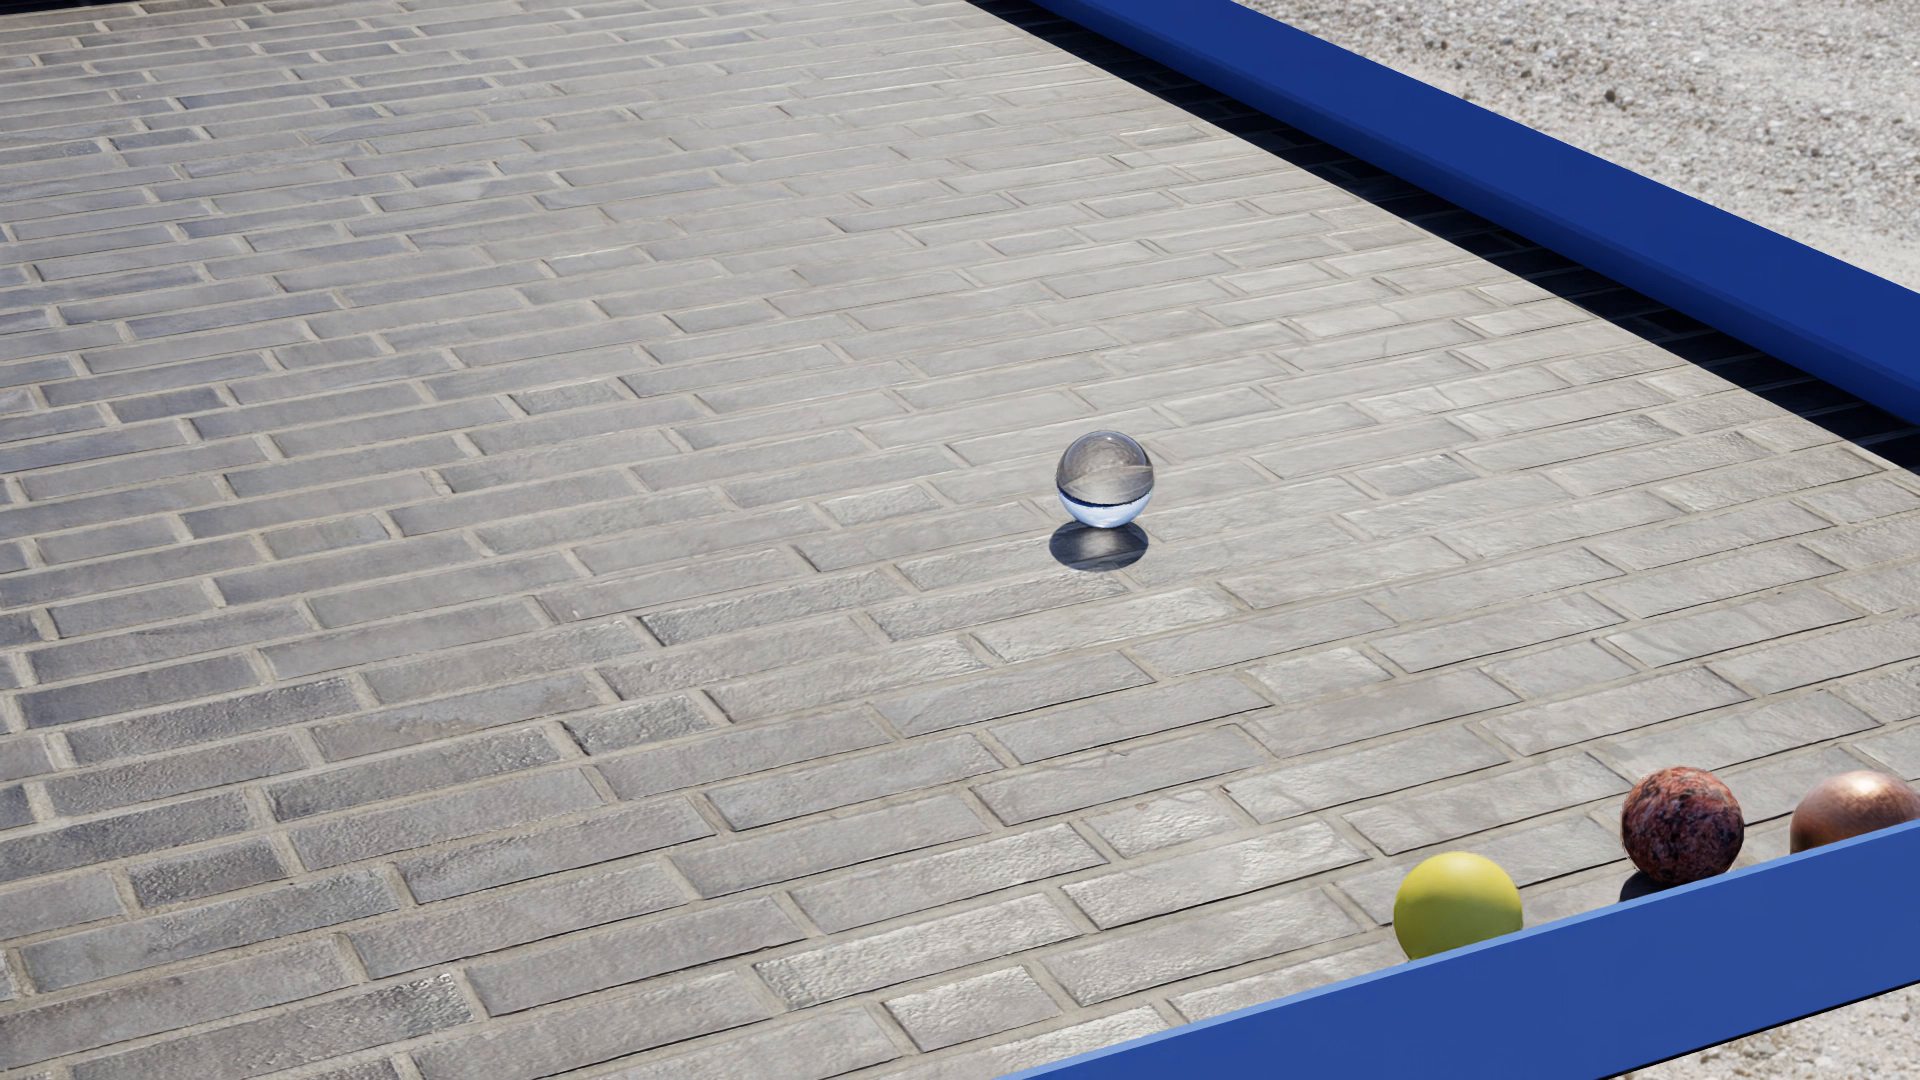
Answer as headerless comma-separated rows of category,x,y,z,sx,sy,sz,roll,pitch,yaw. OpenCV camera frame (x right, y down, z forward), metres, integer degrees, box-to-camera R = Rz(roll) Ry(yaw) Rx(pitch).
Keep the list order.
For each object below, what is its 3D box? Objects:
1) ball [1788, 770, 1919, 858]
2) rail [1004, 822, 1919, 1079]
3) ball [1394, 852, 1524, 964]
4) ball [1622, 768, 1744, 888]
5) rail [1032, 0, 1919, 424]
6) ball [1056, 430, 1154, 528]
ball,0.538,0.179,1.756,0.084,0.084,0.084,0,24,0
rail,0.306,0.242,1.583,1.734,0.109,0.045,-11,26,-23
ball,0.286,0.216,1.687,0.074,0.074,0.074,0,24,0
ball,0.438,0.174,1.782,0.073,0.073,0.073,0,24,0
rail,0.443,-0.433,3.089,0.045,0.109,2.898,-11,26,-23
ball,0.112,-0.047,2.270,0.076,0.076,0.076,0,24,0
